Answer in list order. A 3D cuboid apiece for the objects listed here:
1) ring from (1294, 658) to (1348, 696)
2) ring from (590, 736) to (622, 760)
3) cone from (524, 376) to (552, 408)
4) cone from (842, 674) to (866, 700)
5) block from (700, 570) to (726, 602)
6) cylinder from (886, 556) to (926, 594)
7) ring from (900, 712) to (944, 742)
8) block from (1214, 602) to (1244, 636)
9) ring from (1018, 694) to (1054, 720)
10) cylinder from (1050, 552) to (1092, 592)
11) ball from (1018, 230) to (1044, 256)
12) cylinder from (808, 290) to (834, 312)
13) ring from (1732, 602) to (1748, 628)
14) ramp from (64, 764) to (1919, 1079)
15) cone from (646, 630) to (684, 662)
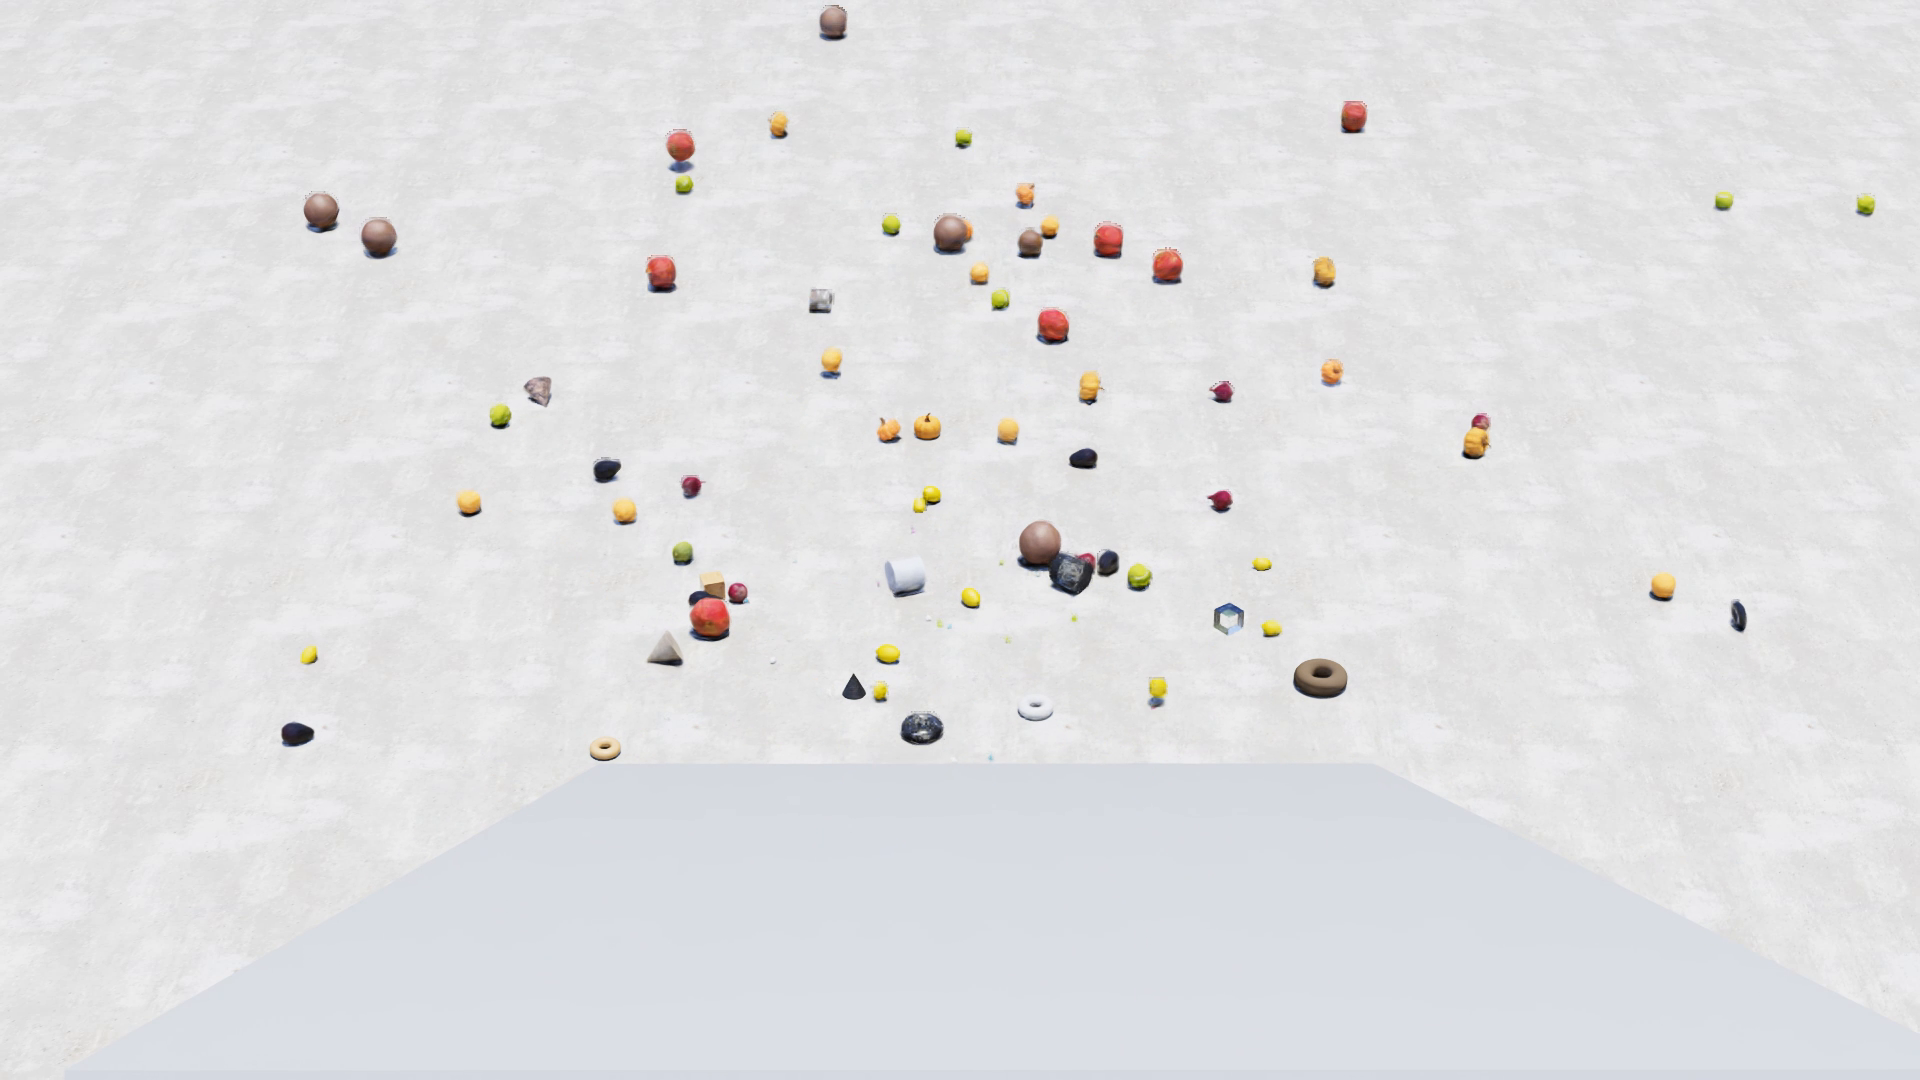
[{"bbox_3d":[0.994,0.378,7.137,0.148,0.049,0.148,-1,31,1],"label":"ring"},{"bbox_3d":[-0.941,0.552,6.869,0.084,0.028,0.084,0,33,0],"label":"ring"},{"bbox_3d":[-1.381,-0.474,8.557,0.096,0.096,0.096,-12,60,-19],"label":"cone"},{"bbox_3d":[-0.291,0.392,7.096,0.067,0.067,0.067,0,31,0],"label":"cone"},{"bbox_3d":[-0.719,0.136,7.526,0.062,0.062,0.062,-10,32,-16],"label":"block"},{"bbox_3d":[-0.158,0.101,7.554,0.093,0.093,0.093,-11,33,-18],"label":"cylinder"},{"bbox_3d":[-0.102,0.503,6.940,0.116,0.039,0.116,0,30,0],"label":"ring"},{"bbox_3d":[0.766,0.225,7.380,0.061,0.061,0.061,-23,38,-33],"label":"block"},{"bbox_3d":[0.206,0.452,7.030,0.098,0.033,0.098,-1,32,0],"label":"ring"},{"bbox_3d":[0.324,0.096,7.565,0.091,0.091,0.091,24,38,31],"label":"cylinder"},{"bbox_3d":[0.260,-1.094,9.536,0.096,0.096,0.096,0,31,0],"label":"ball"},{"bbox_3d":[-0.490,-0.846,9.147,0.070,0.070,0.070,-8,27,22],"label":"cylinder"},{"bbox_3d":[2.222,0.213,7.386,0.026,0.077,0.077,-14,32,-1],"label":"ring"},{"bbox_3d":[0.069,0.614,4.688,2.000,0.100,4.000,0,0,0],"label":"ramp"},{"bbox_3d":[-0.839,0.318,7.242,0.096,0.096,0.096,-30,34,2],"label":"cone"}]
